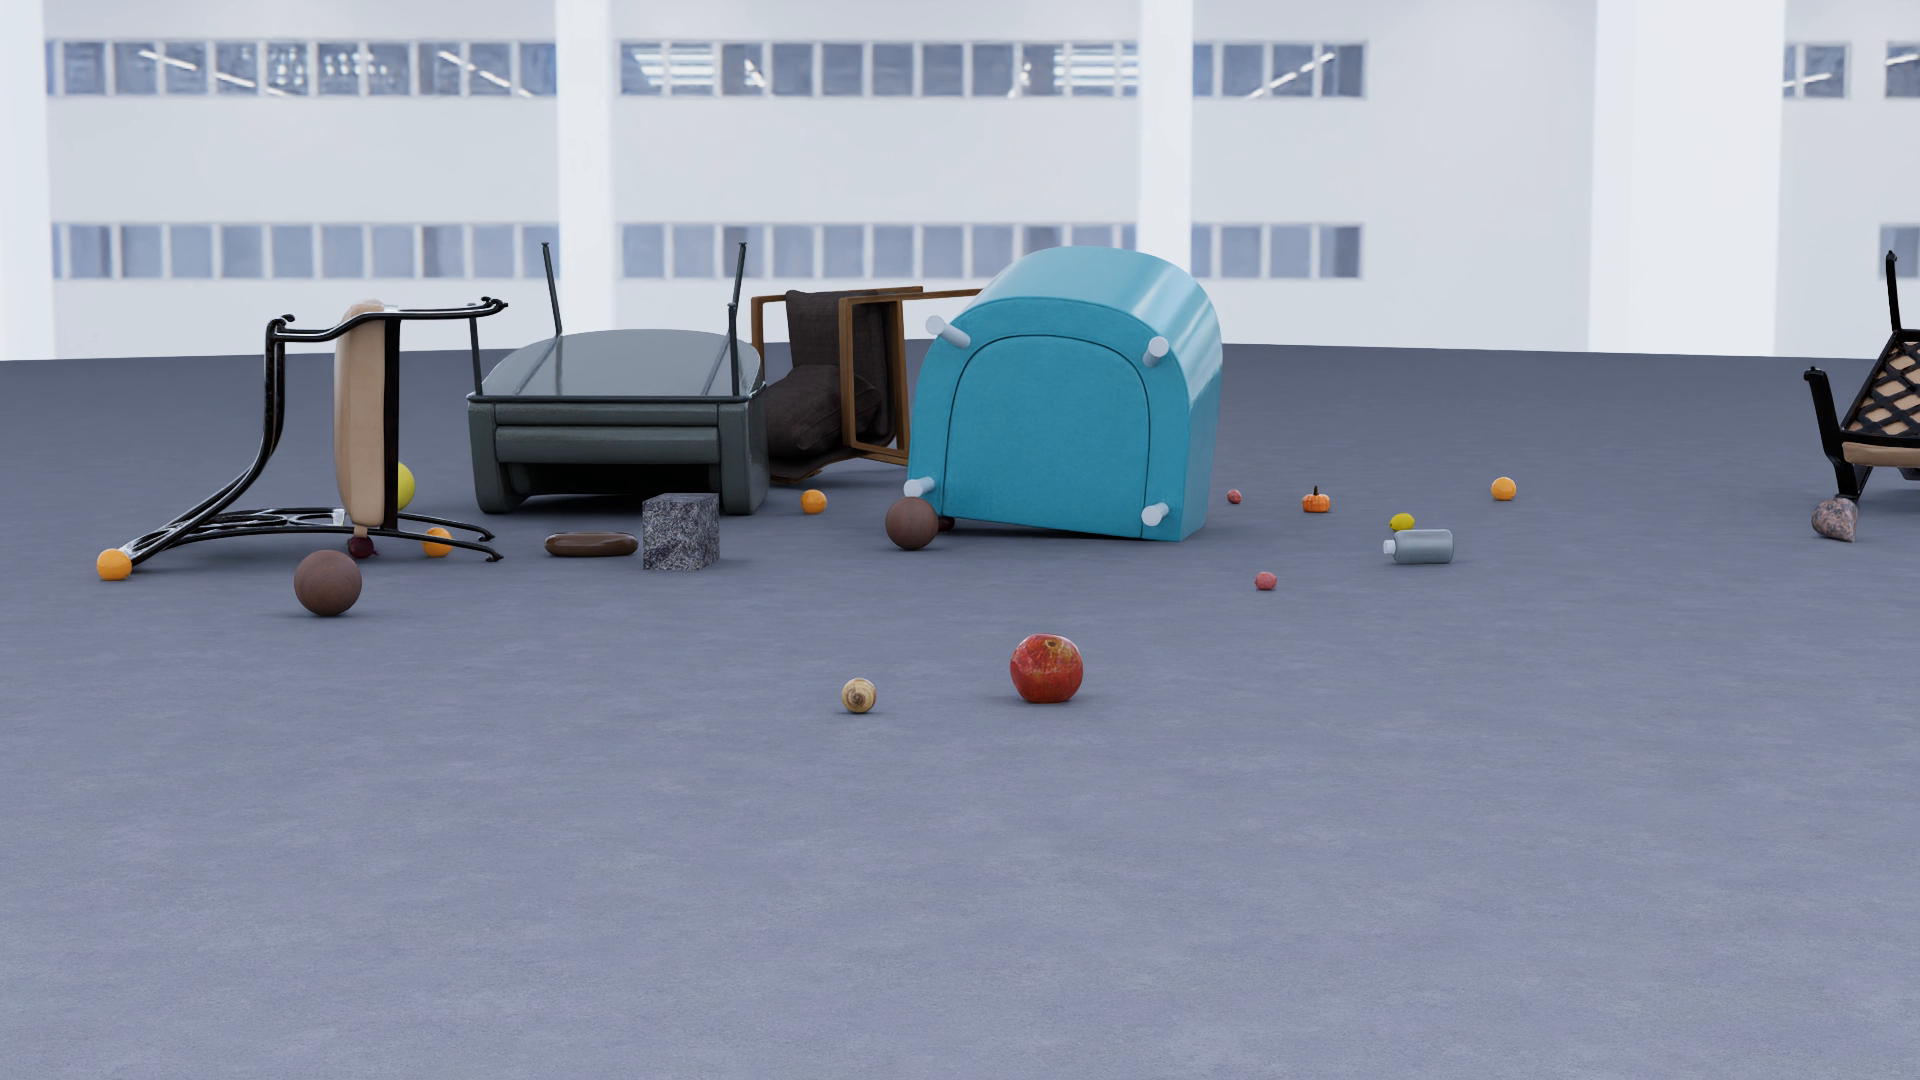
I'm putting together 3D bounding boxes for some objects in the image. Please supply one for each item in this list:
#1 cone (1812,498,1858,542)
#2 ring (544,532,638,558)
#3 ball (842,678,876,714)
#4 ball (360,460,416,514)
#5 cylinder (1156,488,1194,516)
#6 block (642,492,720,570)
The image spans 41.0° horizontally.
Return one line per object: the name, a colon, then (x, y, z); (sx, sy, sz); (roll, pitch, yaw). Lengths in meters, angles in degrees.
cone: (2.209, -0.025, 6.409); (0.118, 0.105, 0.158); (-21, 23, 10)
ring: (-0.871, 0.010, 6.060); (0.222, 0.053, 0.122); (0, 5, -6)
ball: (-0.152, 0.235, 3.873); (0.053, 0.053, 0.053); (0, 6, 0)
ball: (-1.588, -0.148, 7.117); (0.150, 0.150, 0.150); (0, 6, 0)
cylinder: (0.589, -0.104, 7.057); (0.099, 0.074, 0.081); (-5, 5, 9)
block: (-0.636, -0.021, 5.865); (0.126, 0.153, 0.233); (1, 6, 6)
